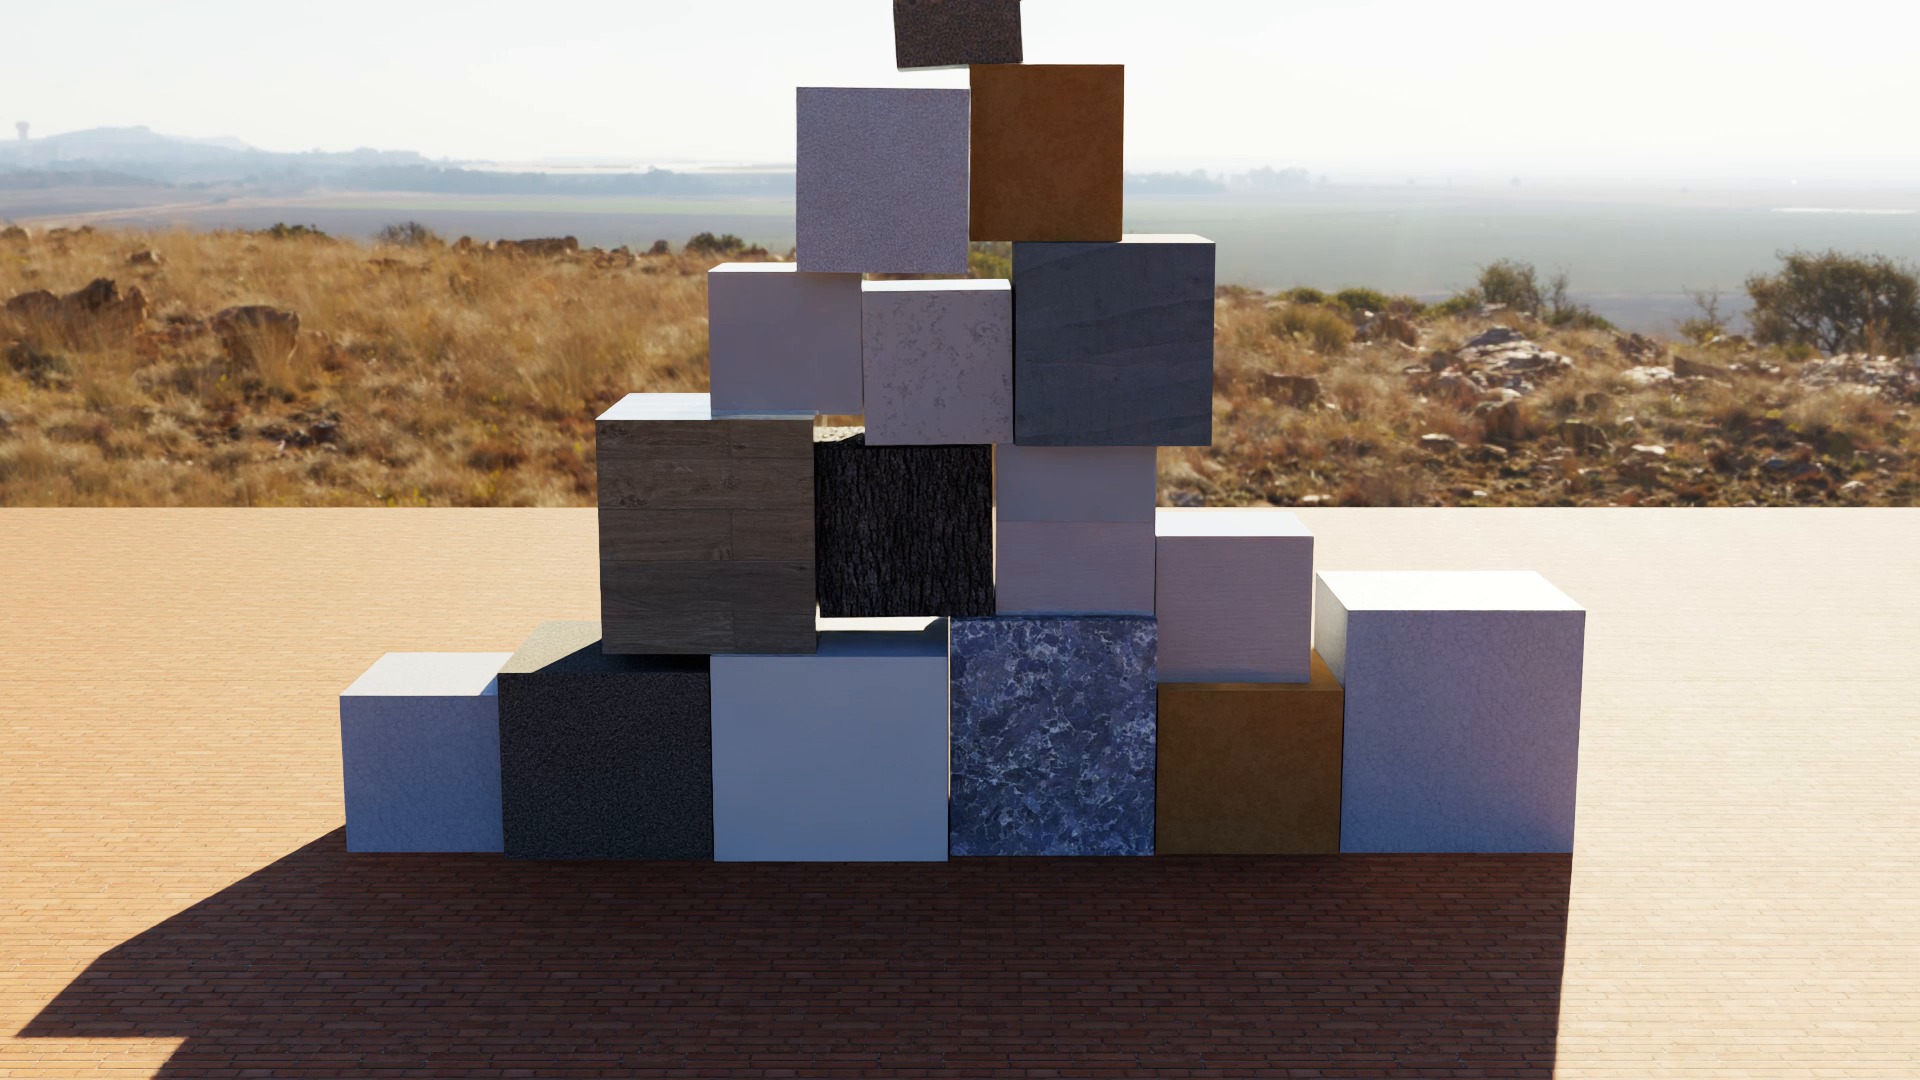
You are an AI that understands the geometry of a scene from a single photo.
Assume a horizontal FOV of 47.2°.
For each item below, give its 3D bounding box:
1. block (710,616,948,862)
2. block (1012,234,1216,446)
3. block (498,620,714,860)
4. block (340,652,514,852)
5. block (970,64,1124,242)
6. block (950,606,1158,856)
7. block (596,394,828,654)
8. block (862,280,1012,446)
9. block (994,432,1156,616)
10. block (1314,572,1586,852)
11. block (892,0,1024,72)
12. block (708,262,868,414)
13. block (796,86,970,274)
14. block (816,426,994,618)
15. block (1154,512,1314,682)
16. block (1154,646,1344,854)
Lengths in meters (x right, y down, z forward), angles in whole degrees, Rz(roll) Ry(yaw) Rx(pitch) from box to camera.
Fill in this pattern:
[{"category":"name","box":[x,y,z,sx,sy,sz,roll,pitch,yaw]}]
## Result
[{"category":"block","box":[-0.636,0.970,11.338,1.152,1.035,1.187,0,10,0]},{"category":"block","box":[0.740,-1.016,10.984,0.946,0.975,0.936,0,10,0]},{"category":"block","box":[-1.738,1.008,11.368,1.032,0.949,1.173,0,10,0]},{"category":"block","box":[-2.663,1.081,11.368,0.798,0.807,0.919,0,10,0]},{"category":"block","box":[0.413,-1.908,10.838,0.733,0.833,0.734,0,10,0]},{"category":"block","box":[0.457,0.890,11.335,1.014,1.194,1.029,0,10,0]},{"category":"block","box":[-1.223,-0.109,11.164,1.044,1.151,1.110,0,10,0]},{"category":"block","box":[-0.107,-0.900,11.004,0.719,0.748,0.750,-1,10,0]},{"category":"block","box":[0.567,-0.120,11.169,0.782,0.853,0.811,0,10,0]},{"category":"block","box":[2.479,0.863,11.350,1.165,1.240,0.983,0,10,0]},{"category":"block","box":[-0.019,-2.629,10.692,0.605,0.645,0.623,-3,10,1]},{"category":"block","box":[-0.843,-1.016,11.000,0.742,0.694,0.738,0,10,0]},{"category":"block","box":[-0.367,-1.780,10.848,0.816,0.865,0.930,1,10,0]},{"category":"block","box":[-0.268,-0.108,11.169,0.857,0.834,0.871,-1,10,0]},{"category":"block","box":[1.356,0.283,11.249,0.776,0.745,0.706,0,10,0]},{"category":"block","box":[1.430,1.064,11.371,0.913,0.837,0.989,0,10,0]}]
